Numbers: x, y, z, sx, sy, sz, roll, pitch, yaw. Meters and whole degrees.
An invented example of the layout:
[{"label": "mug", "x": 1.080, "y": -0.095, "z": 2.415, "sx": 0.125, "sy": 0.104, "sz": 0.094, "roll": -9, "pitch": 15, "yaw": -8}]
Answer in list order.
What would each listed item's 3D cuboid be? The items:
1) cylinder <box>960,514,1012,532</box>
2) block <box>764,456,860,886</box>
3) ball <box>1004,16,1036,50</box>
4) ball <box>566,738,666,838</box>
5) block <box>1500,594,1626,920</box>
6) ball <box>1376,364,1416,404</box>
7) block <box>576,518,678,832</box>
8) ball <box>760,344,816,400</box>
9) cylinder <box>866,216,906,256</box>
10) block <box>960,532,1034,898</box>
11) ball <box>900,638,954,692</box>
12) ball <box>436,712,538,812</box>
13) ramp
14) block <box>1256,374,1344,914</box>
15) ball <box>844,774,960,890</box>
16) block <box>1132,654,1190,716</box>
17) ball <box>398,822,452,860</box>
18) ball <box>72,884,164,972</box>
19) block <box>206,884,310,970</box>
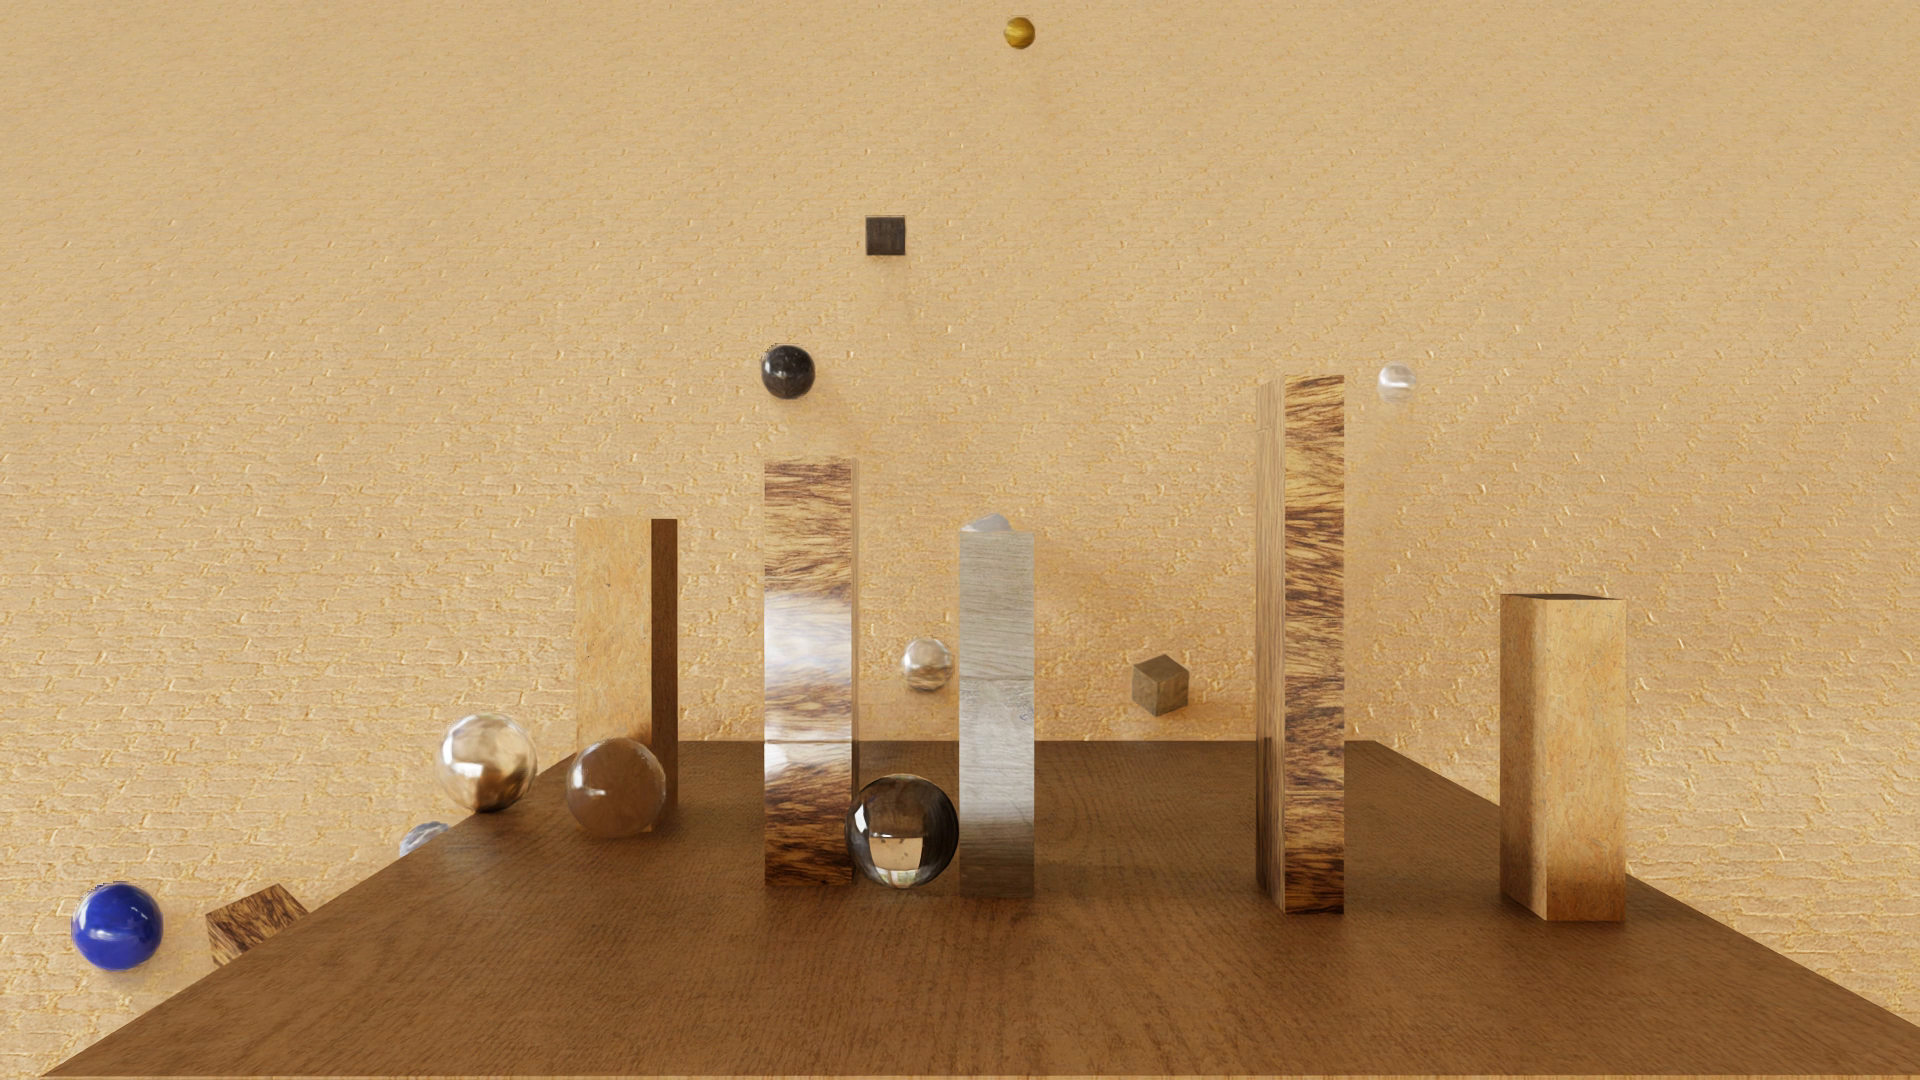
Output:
[{"label": "cylinder", "x": 0.079, "y": -0.006, "z": 7.637, "sx": 0.114, "sy": 0.114, "sz": 0.114, "roll": -23, "pitch": 36, "yaw": -35}, {"label": "block", "x": -0.235, "y": 0.201, "z": 4.158, "sx": 0.134, "sy": 0.664, "sz": 0.326, "roll": 0, "pitch": 0, "yaw": 0}, {"label": "ball", "x": 0.274, "y": -2.318, "z": 11.818, "sx": 0.146, "sy": 0.146, "sz": 0.146, "roll": 0, "pitch": 29, "yaw": 0}, {"label": "ball", "x": -0.612, "y": 0.440, "z": 4.597, "sx": 0.178, "sy": 0.178, "sz": 0.178, "roll": 0, "pitch": 29, "yaw": 0}, {"label": "block", "x": 0.881, "y": 0.309, "z": 3.793, "sx": 0.111, "sy": 0.452, "sz": 0.314, "roll": 0, "pitch": 0, "yaw": 0}, {"label": "ball", "x": 1.445, "y": -0.519, "z": 8.553, "sx": 0.131, "sy": 0.131, "sz": 0.131, "roll": 0, "pitch": 29, "yaw": 0}, {"label": "block", "x": -0.628, "y": 0.243, "z": 4.905, "sx": 0.136, "sy": 0.567, "sz": 0.441, "roll": 0, "pitch": 0, "yaw": 0}, {"label": "ball", "x": -0.570, "y": -0.557, "z": 8.569, "sx": 0.184, "sy": 0.184, "sz": 0.184, "roll": 0, "pitch": 29, "yaw": 0}, {"label": "cylinder", "x": -0.279, "y": -1.135, "z": 9.661, "sx": 0.144, "sy": 0.144, "sz": 0.144, "roll": -1, "pitch": 29, "yaw": -3}, {"label": "block", "x": 0.055, "y": 0.261, "z": 4.060, "sx": 0.112, "sy": 0.545, "sz": 0.396, "roll": 0, "pitch": 0, "yaw": 0}, {"label": "ball", "x": -0.090, "y": 0.337, "z": 6.977, "sx": 0.147, "sy": 0.147, "sz": 0.147, "roll": 0, "pitch": 29, "yaw": 0}, {"label": "ball", "x": -0.916, "y": 0.430, "z": 4.999, "sx": 0.195, "sy": 0.195, "sz": 0.195, "roll": 0, "pitch": 29, "yaw": 0}, {"label": "ramp", "x": 0.065, "y": 0.579, "z": 4.624, "sx": 2.000, "sy": 0.100, "sz": 4.000, "roll": 0, "pitch": 0, "yaw": 0}, {"label": "block", "x": 0.507, "y": 0.148, "z": 3.879, "sx": 0.084, "sy": 0.772, "sz": 0.364, "roll": 0, "pitch": 0, "yaw": 0}, {"label": "ball", "x": -0.089, "y": 0.446, "z": 3.956, "sx": 0.177, "sy": 0.177, "sz": 0.177, "roll": 0, "pitch": 29, "yaw": 0}, {"label": "block", "x": 0.537, "y": 0.389, "z": 6.922, "sx": 0.107, "sy": 0.107, "sz": 0.107, "roll": -18, "pitch": 33, "yaw": -29}, {"label": "ball", "x": -1.263, "y": 0.757, "z": 6.196, "sx": 0.163, "sy": 0.163, "sz": 0.163, "roll": 0, "pitch": 29, "yaw": 0}, {"label": "ball", "x": -1.927, "y": 0.887, "z": 5.920, "sx": 0.199, "sy": 0.199, "sz": 0.199, "roll": 0, "pitch": 29, "yaw": 0}, {"label": "block", "x": -1.573, "y": 0.929, "z": 5.861, "sx": 0.182, "sy": 0.182, "sz": 0.182, "roll": -22, "pitch": 36, "yaw": -35}]
